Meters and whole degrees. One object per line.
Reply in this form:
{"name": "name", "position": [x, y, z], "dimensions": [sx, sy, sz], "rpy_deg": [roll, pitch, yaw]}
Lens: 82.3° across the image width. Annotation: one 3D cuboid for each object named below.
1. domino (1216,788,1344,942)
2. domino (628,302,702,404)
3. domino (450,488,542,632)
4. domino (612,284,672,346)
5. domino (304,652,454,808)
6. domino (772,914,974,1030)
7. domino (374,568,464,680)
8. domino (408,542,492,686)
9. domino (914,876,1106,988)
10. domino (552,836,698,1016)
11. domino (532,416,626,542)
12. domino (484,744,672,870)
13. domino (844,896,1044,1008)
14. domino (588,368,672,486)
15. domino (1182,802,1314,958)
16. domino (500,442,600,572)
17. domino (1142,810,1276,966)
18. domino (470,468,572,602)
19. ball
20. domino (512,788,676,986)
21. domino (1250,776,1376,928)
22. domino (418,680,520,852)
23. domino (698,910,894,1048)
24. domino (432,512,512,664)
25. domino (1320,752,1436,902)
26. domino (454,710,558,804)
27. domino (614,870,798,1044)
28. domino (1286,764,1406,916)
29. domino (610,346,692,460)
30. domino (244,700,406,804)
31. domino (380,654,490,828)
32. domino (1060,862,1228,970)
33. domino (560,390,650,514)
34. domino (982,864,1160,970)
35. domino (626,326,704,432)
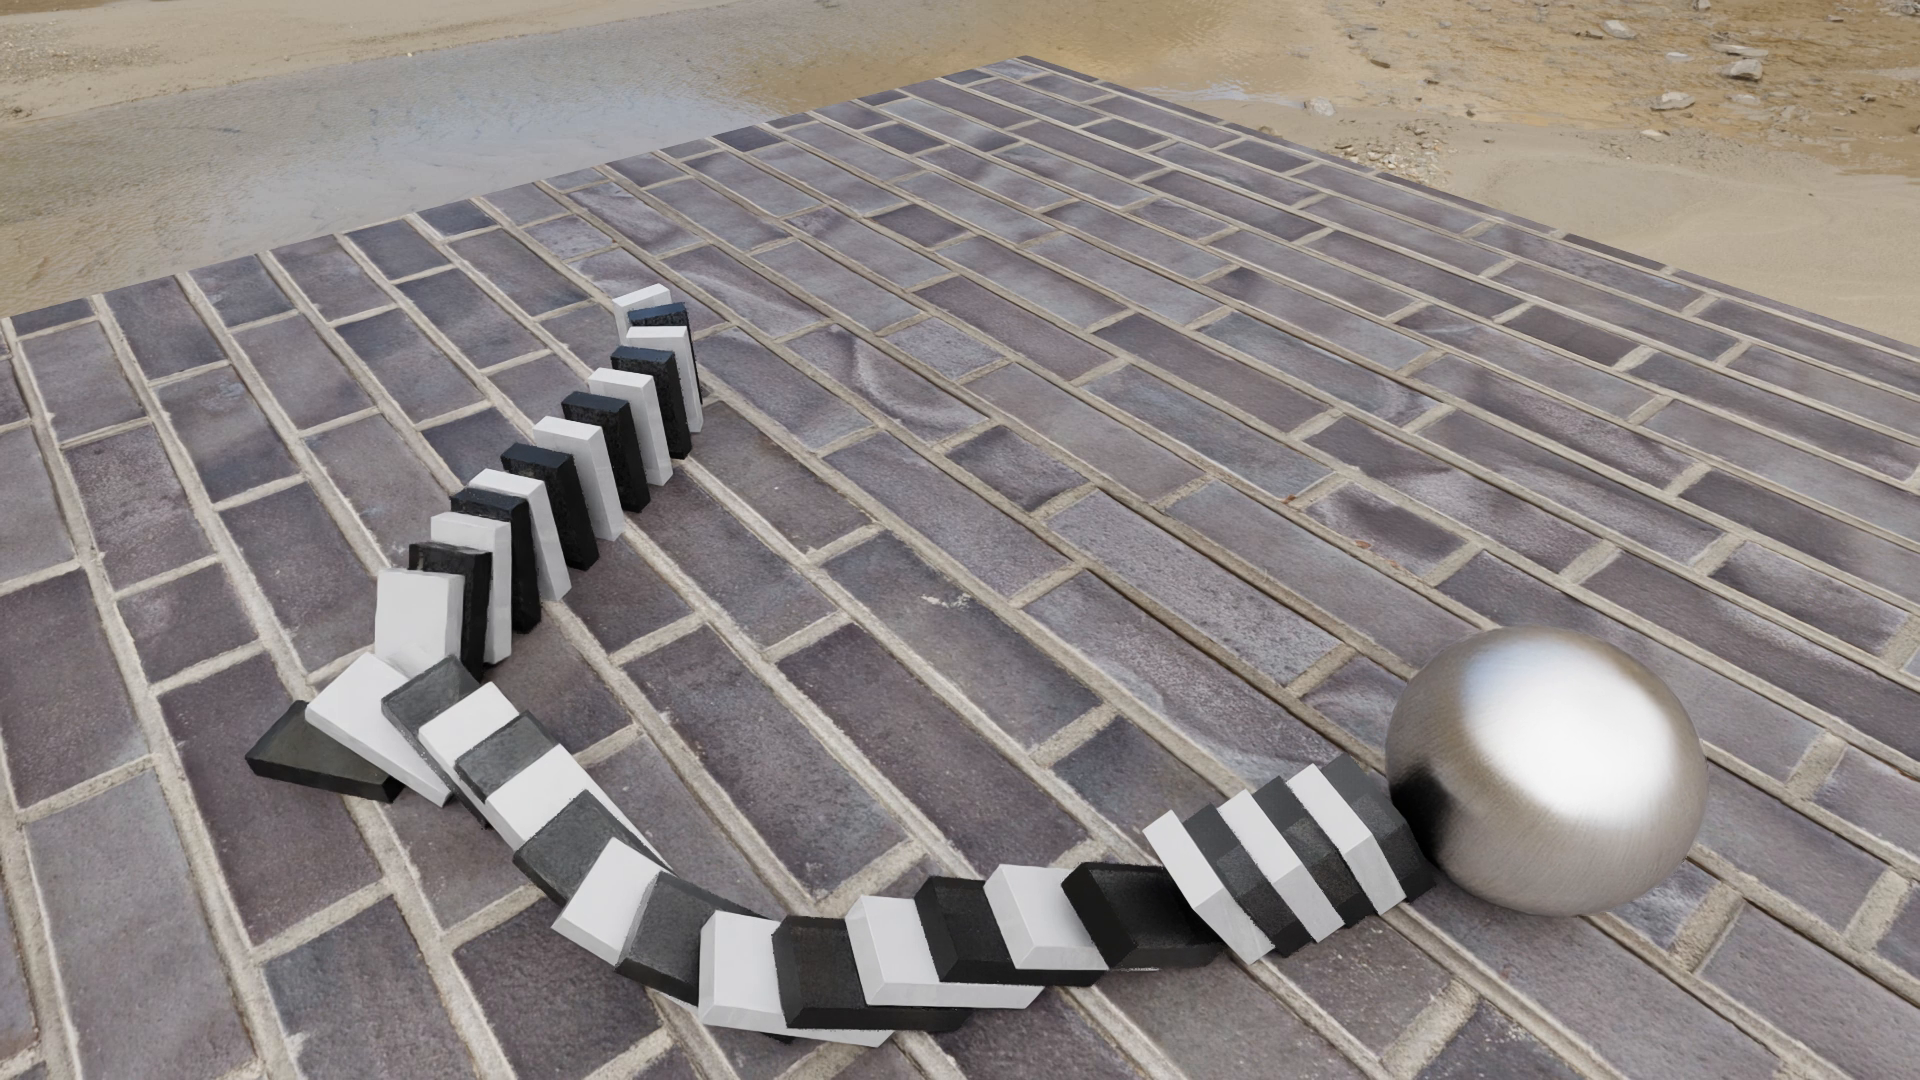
{"name": "domino", "position": [0.089, 0.090, 0.303], "dimensions": [0.009, 0.050, 0.025], "rpy_deg": [-37, 44, 3]}
{"name": "domino", "position": [-0.137, -0.084, 0.515], "dimensions": [0.025, 0.050, 0.009], "rpy_deg": [-15, 42, -18]}
{"name": "domino", "position": [-0.169, 0.007, 0.402], "dimensions": [0.025, 0.050, 0.009], "rpy_deg": [10, 27, 12]}
{"name": "domino", "position": [-0.148, -0.095, 0.527], "dimensions": [0.025, 0.050, 0.010], "rpy_deg": [-30, 48, -32]}
{"name": "domino", "position": [-0.178, 0.060, 0.351], "dimensions": [0.050, 0.009, 0.025], "rpy_deg": [35, 43, -5]}
{"name": "domino", "position": [-0.023, 0.113, 0.286], "dimensions": [0.050, 0.010, 0.025], "rpy_deg": [17, 32, -32]}
{"name": "domino", "position": [-0.183, 0.036, 0.371], "dimensions": [0.025, 0.050, 0.010], "rpy_deg": [5, 4, 7]}
{"name": "domino", "position": [-0.178, 0.027, 0.380], "dimensions": [0.025, 0.050, 0.009], "rpy_deg": [9, 7, 11]}
{"name": "domino", "position": [0.014, 0.105, 0.296], "dimensions": [0.050, 0.009, 0.025], "rpy_deg": [16, 30, -32]}
{"name": "domino", "position": [-0.080, 0.105, 0.295], "dimensions": [0.050, 0.009, 0.025], "rpy_deg": [36, 41, -9]}
{"name": "domino", "position": [-0.152, -0.024, 0.441], "dimensions": [0.025, 0.050, 0.010], "rpy_deg": [12, 41, 14]}
{"name": "domino", "position": [-0.111, 0.087, 0.319], "dimensions": [0.050, 0.010, 0.025], "rpy_deg": [46, 52, 5]}
{"name": "domino", "position": [-0.004, 0.109, 0.291], "dimensions": [0.050, 0.009, 0.025], "rpy_deg": [17, 30, -32]}
{"name": "domino", "position": [-0.140, -0.048, 0.470], "dimensions": [0.025, 0.050, 0.009], "rpy_deg": [10, 40, 12]}
{"name": "domino", "position": [0.079, 0.093, 0.299], "dimensions": [0.009, 0.050, 0.025], "rpy_deg": [-37, 44, 3]}
{"name": "domino", "position": [-0.158, -0.012, 0.426], "dimensions": [0.025, 0.050, 0.009], "rpy_deg": [12, 41, 14]}
{"name": "domino", "position": [0.068, 0.095, 0.297], "dimensions": [0.009, 0.050, 0.025], "rpy_deg": [-37, 44, 3]}
{"name": "domino", "position": [-0.164, -0.001, 0.413], "dimensions": [0.025, 0.050, 0.009], "rpy_deg": [12, 39, 14]}
{"name": "ball", "position": [0.162, 0.064, 0.310], "dimensions": [0.080, 0.080, 0.080], "rpy_deg": [0, 39, 0]}
{"name": "domino", "position": [-0.097, 0.097, 0.307], "dimensions": [0.050, 0.010, 0.025], "rpy_deg": [43, 49, 3]}
{"name": "domino", "position": [0.099, 0.087, 0.306], "dimensions": [0.009, 0.050, 0.025], "rpy_deg": [-37, 44, 3]}
{"name": "domino", "position": [-0.139, 0.071, 0.338], "dimensions": [0.050, 0.010, 0.025], "rpy_deg": [46, 52, 6]}
{"name": "domino", "position": [-0.042, 0.114, 0.284], "dimensions": [0.050, 0.009, 0.025], "rpy_deg": [21, 33, -26]}
{"name": "domino", "position": [-0.174, 0.017, 0.391], "dimensions": [0.025, 0.050, 0.010], "rpy_deg": [10, 16, 12]}
{"name": "domino", "position": [0.119, 0.082, 0.313], "dimensions": [0.010, 0.050, 0.025], "rpy_deg": [-37, 44, 3]}
{"name": "domino", "position": [-0.124, 0.078, 0.330], "dimensions": [0.050, 0.009, 0.025], "rpy_deg": [46, 52, 5]}
{"name": "domino", "position": [-0.062, 0.110, 0.289], "dimensions": [0.050, 0.009, 0.025], "rpy_deg": [30, 38, -15]}
{"name": "domino", "position": [0.109, 0.085, 0.309], "dimensions": [0.010, 0.050, 0.025], "rpy_deg": [-37, 44, 3]}
{"name": "domino", "position": [-0.136, -0.060, 0.485], "dimensions": [0.025, 0.050, 0.009], "rpy_deg": [7, 40, 9]}
{"name": "domino", "position": [-0.202, 0.069, 0.359], "dimensions": [0.050, 0.009, 0.025], "rpy_deg": [8, 40, 10]}
{"name": "domino", "position": [-0.156, 0.063, 0.348], "dimensions": [0.050, 0.009, 0.025], "rpy_deg": [46, 51, 5]}
{"name": "domino", "position": [0.050, 0.100, 0.295], "dimensions": [0.050, 0.009, 0.025], "rpy_deg": [21, 27, -46]}
{"name": "domino", "position": [-0.146, -0.036, 0.455], "dimensions": [0.025, 0.050, 0.010], "rpy_deg": [11, 41, 14]}
{"name": "domino", "position": [0.033, 0.103, 0.299], "dimensions": [0.050, 0.010, 0.025], "rpy_deg": [15, 30, -32]}
{"name": "domino", "position": [-0.134, -0.072, 0.500], "dimensions": [0.025, 0.050, 0.009], "rpy_deg": [-1, 39, -1]}
